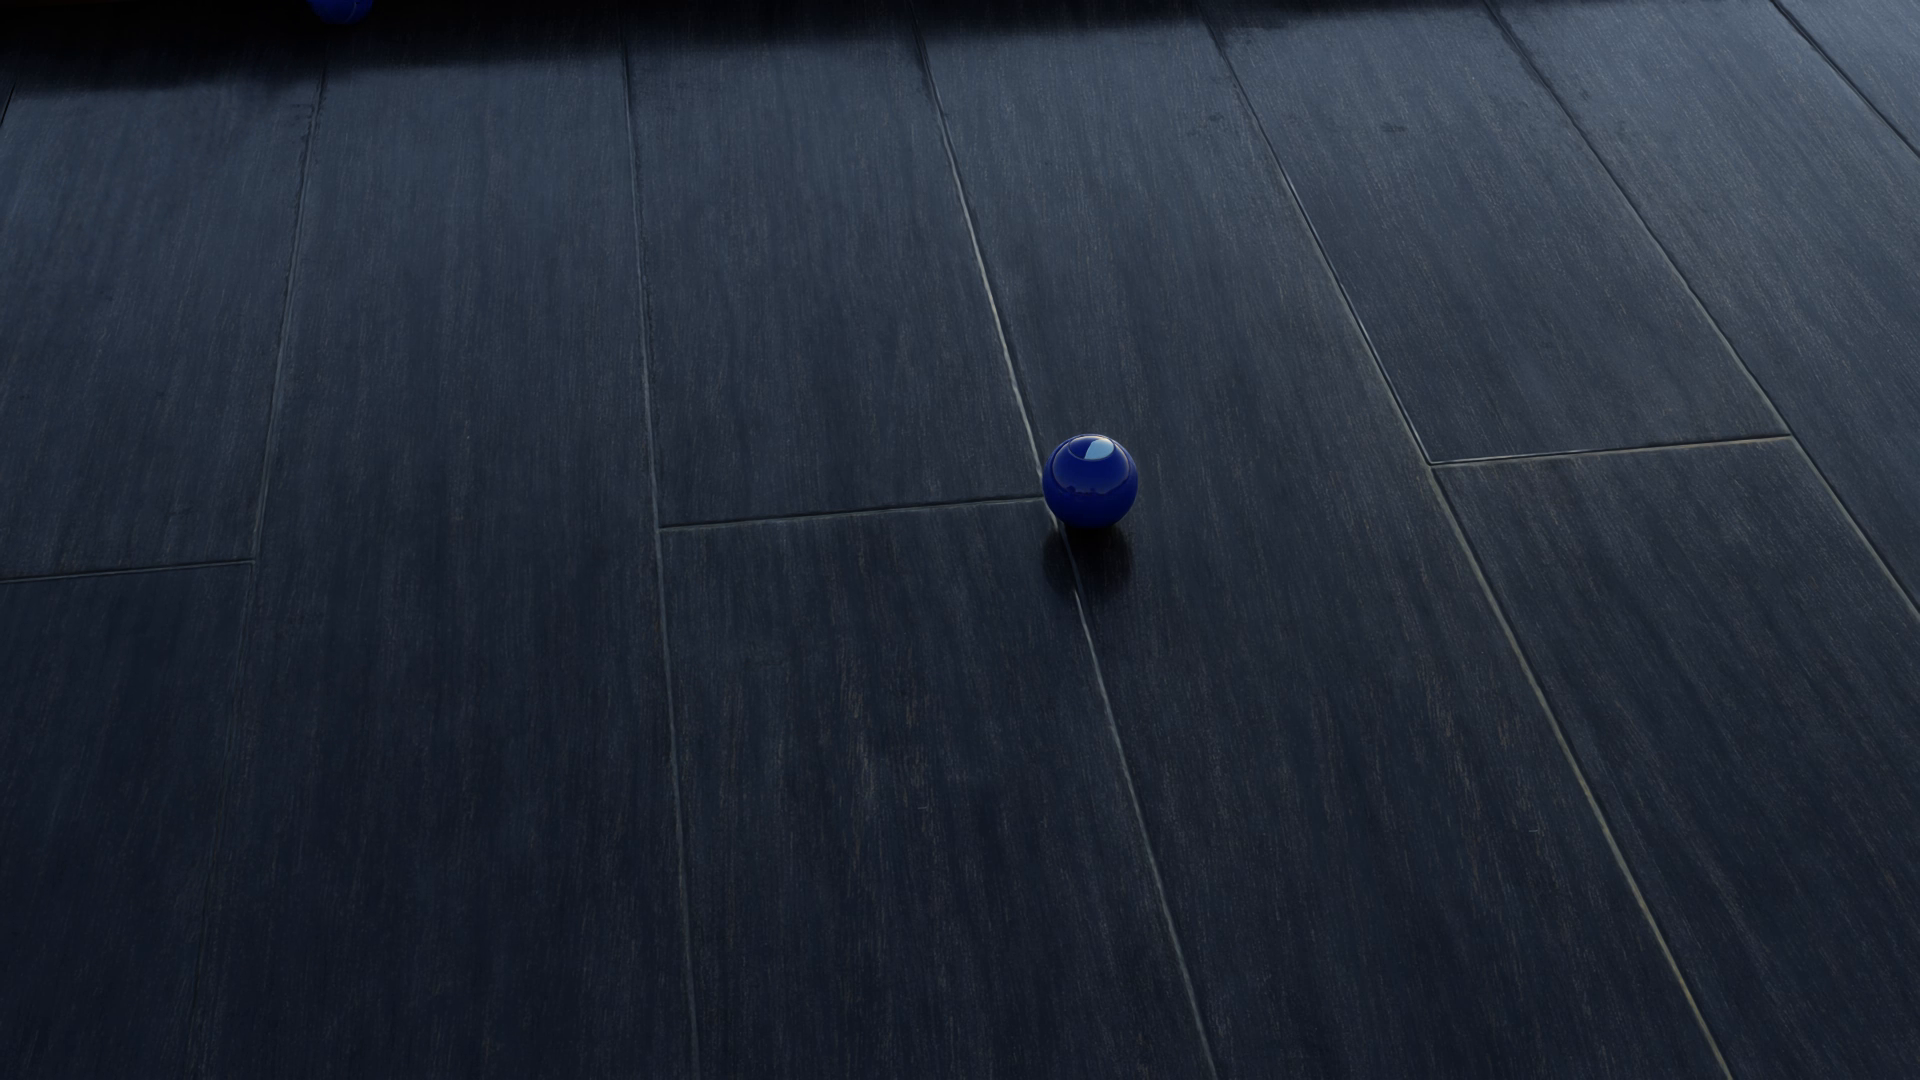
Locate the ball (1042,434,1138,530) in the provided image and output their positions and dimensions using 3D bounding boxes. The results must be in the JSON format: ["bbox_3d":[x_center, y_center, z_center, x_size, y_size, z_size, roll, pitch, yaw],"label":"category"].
[{"bbox_3d":[0.082,-0.036,1.608,0.061,0.061,0.061,0,37,0],"label":"ball"}]

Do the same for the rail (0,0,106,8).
[{"bbox_3d":[0.724,-0.612,2.364,3.425,0.082,0.045,-5,37,-6],"label":"rail"}]

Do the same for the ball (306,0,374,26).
[{"bbox_3d":[-0.530,-0.469,2.192,0.058,0.058,0.058,0,37,0],"label":"ball"}]
